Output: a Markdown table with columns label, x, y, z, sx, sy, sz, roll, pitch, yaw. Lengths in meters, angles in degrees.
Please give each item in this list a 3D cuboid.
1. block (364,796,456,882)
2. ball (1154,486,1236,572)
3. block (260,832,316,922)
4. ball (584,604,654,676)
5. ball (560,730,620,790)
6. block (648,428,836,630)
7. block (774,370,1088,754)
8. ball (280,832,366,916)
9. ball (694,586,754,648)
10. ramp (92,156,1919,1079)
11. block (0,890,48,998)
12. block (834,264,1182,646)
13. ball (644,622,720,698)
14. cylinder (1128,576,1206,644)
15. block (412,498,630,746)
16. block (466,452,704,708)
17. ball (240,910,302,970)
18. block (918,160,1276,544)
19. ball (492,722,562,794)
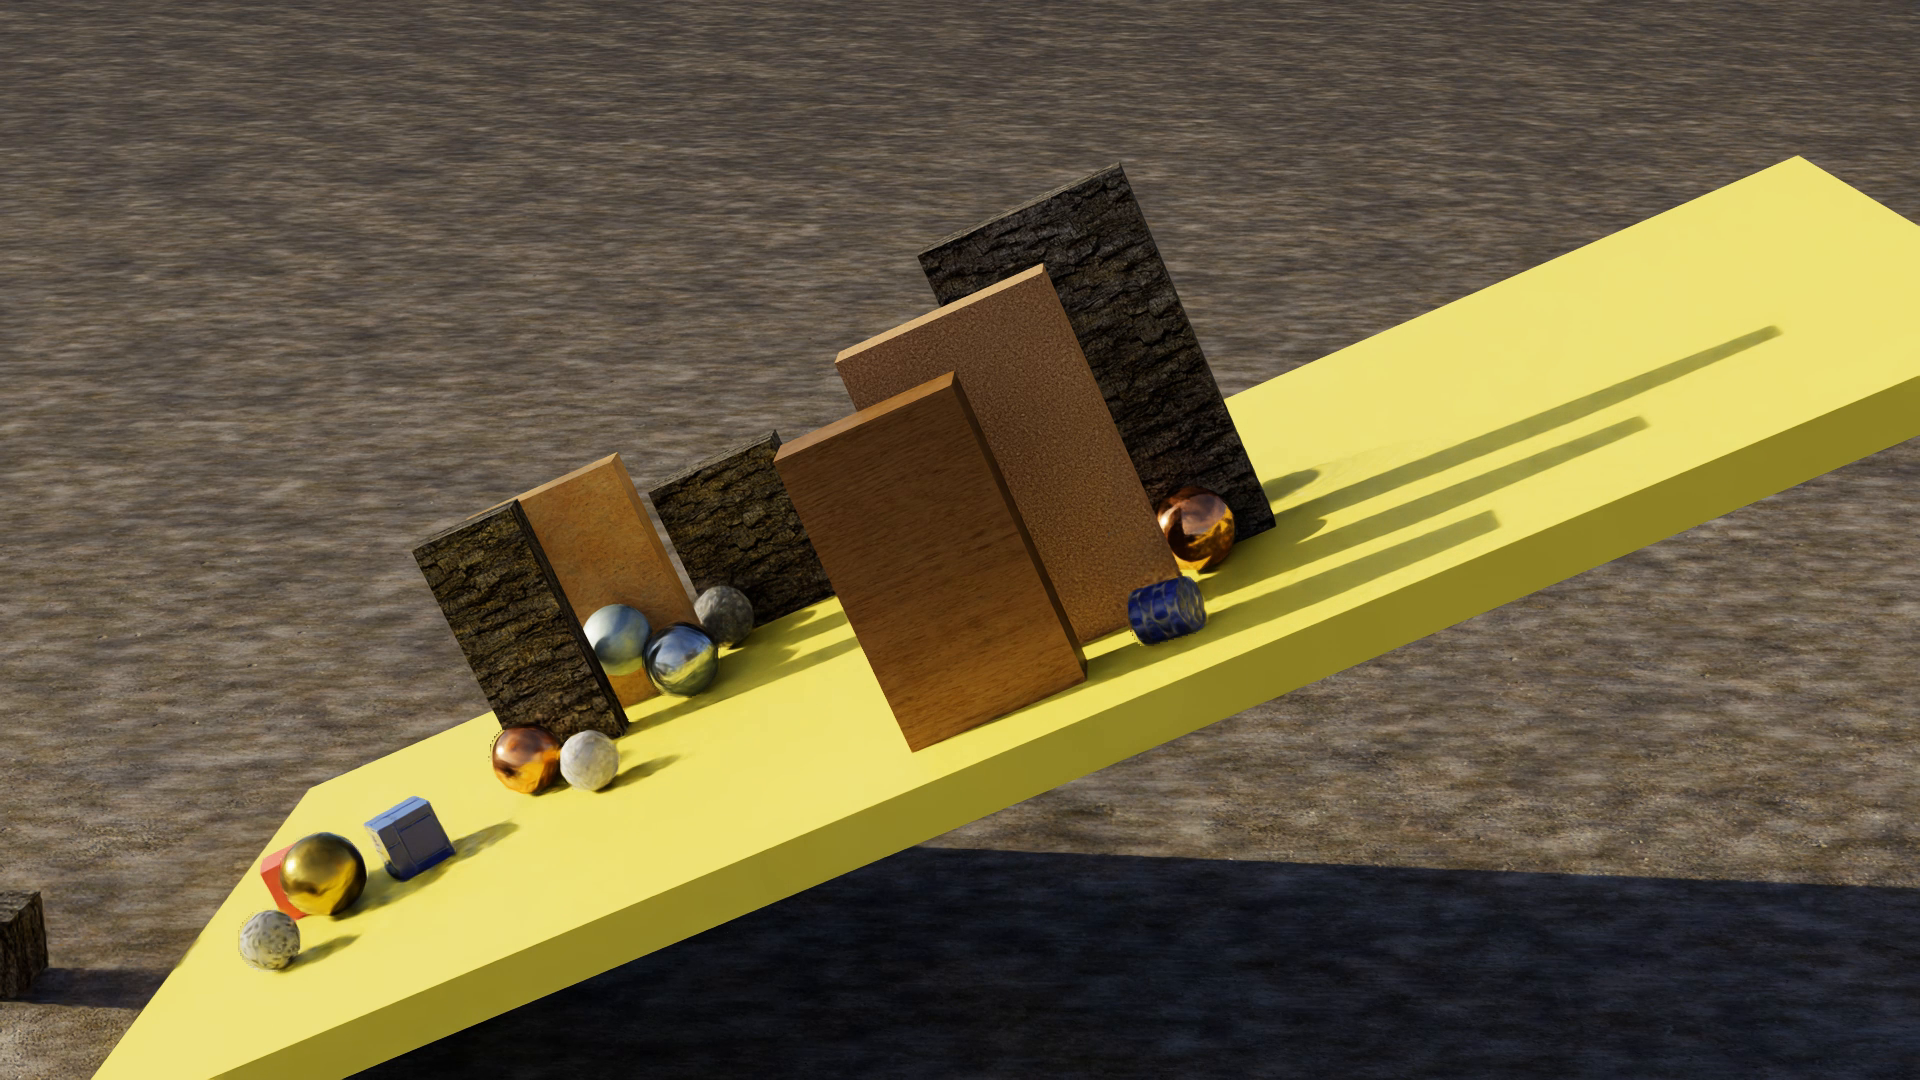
| label | x | y | z | sx | sy | sz | roll | pitch | yaw |
| --- | --- | --- | --- | --- | --- | --- | --- | --- | --- |
| block | -1.185 | 0.642 | 6.327 | 0.128 | 0.128 | 0.128 | -30 | 14 | -21 |
| ball | 0.463 | -0.023 | 5.832 | 0.169 | 0.169 | 0.169 | 0 | 15 | 0 |
| block | -1.435 | 0.737 | 6.410 | 0.128 | 0.128 | 0.128 | -26 | 13 | -7 |
| ball | -0.785 | 0.229 | 6.744 | 0.165 | 0.165 | 0.165 | 0 | 15 | 0 |
| ball | -0.790 | 0.471 | 6.278 | 0.129 | 0.129 | 0.129 | 0 | 15 | 0 |
| block | -0.508 | -0.010 | 7.051 | 0.321 | 0.406 | 0.119 | -23 | 13 | 8 |
| block | -0.050 | 0.043 | 5.510 | 0.360 | 0.616 | 0.132 | -23 | 13 | 8 |
| ball | -1.352 | 0.711 | 6.248 | 0.179 | 0.179 | 0.179 | 0 | 15 | 0 |
| ball | -0.561 | 0.182 | 6.968 | 0.146 | 0.146 | 0.146 | 0 | 15 | 0 |
| ramp | 0.133 | 0.170 | 6.284 | 4.000 | 0.100 | 2.000 | -23 | 13 | 8 |
| block | -2.162 | 0.899 | 6.557 | 0.181 | 0.181 | 0.181 | 0 | 15 | 4 |
| block | 0.104 | -0.124 | 5.698 | 0.432 | 0.701 | 0.105 | -23 | 13 | 8 |
| ball | -0.633 | 0.272 | 6.687 | 0.170 | 0.170 | 0.170 | 0 | 15 | 0 |
| cylinder | 0.386 | 0.131 | 5.497 | 0.107 | 0.107 | 0.107 | -17 | 5 | 29 |
| block | -0.987 | 0.221 | 6.630 | 0.246 | 0.578 | 0.090 | -23 | 13 | 8 |
| block | -0.861 | 0.125 | 6.854 | 0.391 | 0.544 | 0.094 | -23 | 13 | 8 |
| ball | -1.417 | 0.823 | 6.046 | 0.123 | 0.123 | 0.123 | 0 | 15 | 0 |
| block | 0.278 | -0.306 | 5.902 | 0.434 | 0.791 | 0.097 | -23 | 13 | 8 |
| ball | -0.954 | 0.480 | 6.481 | 0.156 | 0.156 | 0.156 | 0 | 15 | 0 |
